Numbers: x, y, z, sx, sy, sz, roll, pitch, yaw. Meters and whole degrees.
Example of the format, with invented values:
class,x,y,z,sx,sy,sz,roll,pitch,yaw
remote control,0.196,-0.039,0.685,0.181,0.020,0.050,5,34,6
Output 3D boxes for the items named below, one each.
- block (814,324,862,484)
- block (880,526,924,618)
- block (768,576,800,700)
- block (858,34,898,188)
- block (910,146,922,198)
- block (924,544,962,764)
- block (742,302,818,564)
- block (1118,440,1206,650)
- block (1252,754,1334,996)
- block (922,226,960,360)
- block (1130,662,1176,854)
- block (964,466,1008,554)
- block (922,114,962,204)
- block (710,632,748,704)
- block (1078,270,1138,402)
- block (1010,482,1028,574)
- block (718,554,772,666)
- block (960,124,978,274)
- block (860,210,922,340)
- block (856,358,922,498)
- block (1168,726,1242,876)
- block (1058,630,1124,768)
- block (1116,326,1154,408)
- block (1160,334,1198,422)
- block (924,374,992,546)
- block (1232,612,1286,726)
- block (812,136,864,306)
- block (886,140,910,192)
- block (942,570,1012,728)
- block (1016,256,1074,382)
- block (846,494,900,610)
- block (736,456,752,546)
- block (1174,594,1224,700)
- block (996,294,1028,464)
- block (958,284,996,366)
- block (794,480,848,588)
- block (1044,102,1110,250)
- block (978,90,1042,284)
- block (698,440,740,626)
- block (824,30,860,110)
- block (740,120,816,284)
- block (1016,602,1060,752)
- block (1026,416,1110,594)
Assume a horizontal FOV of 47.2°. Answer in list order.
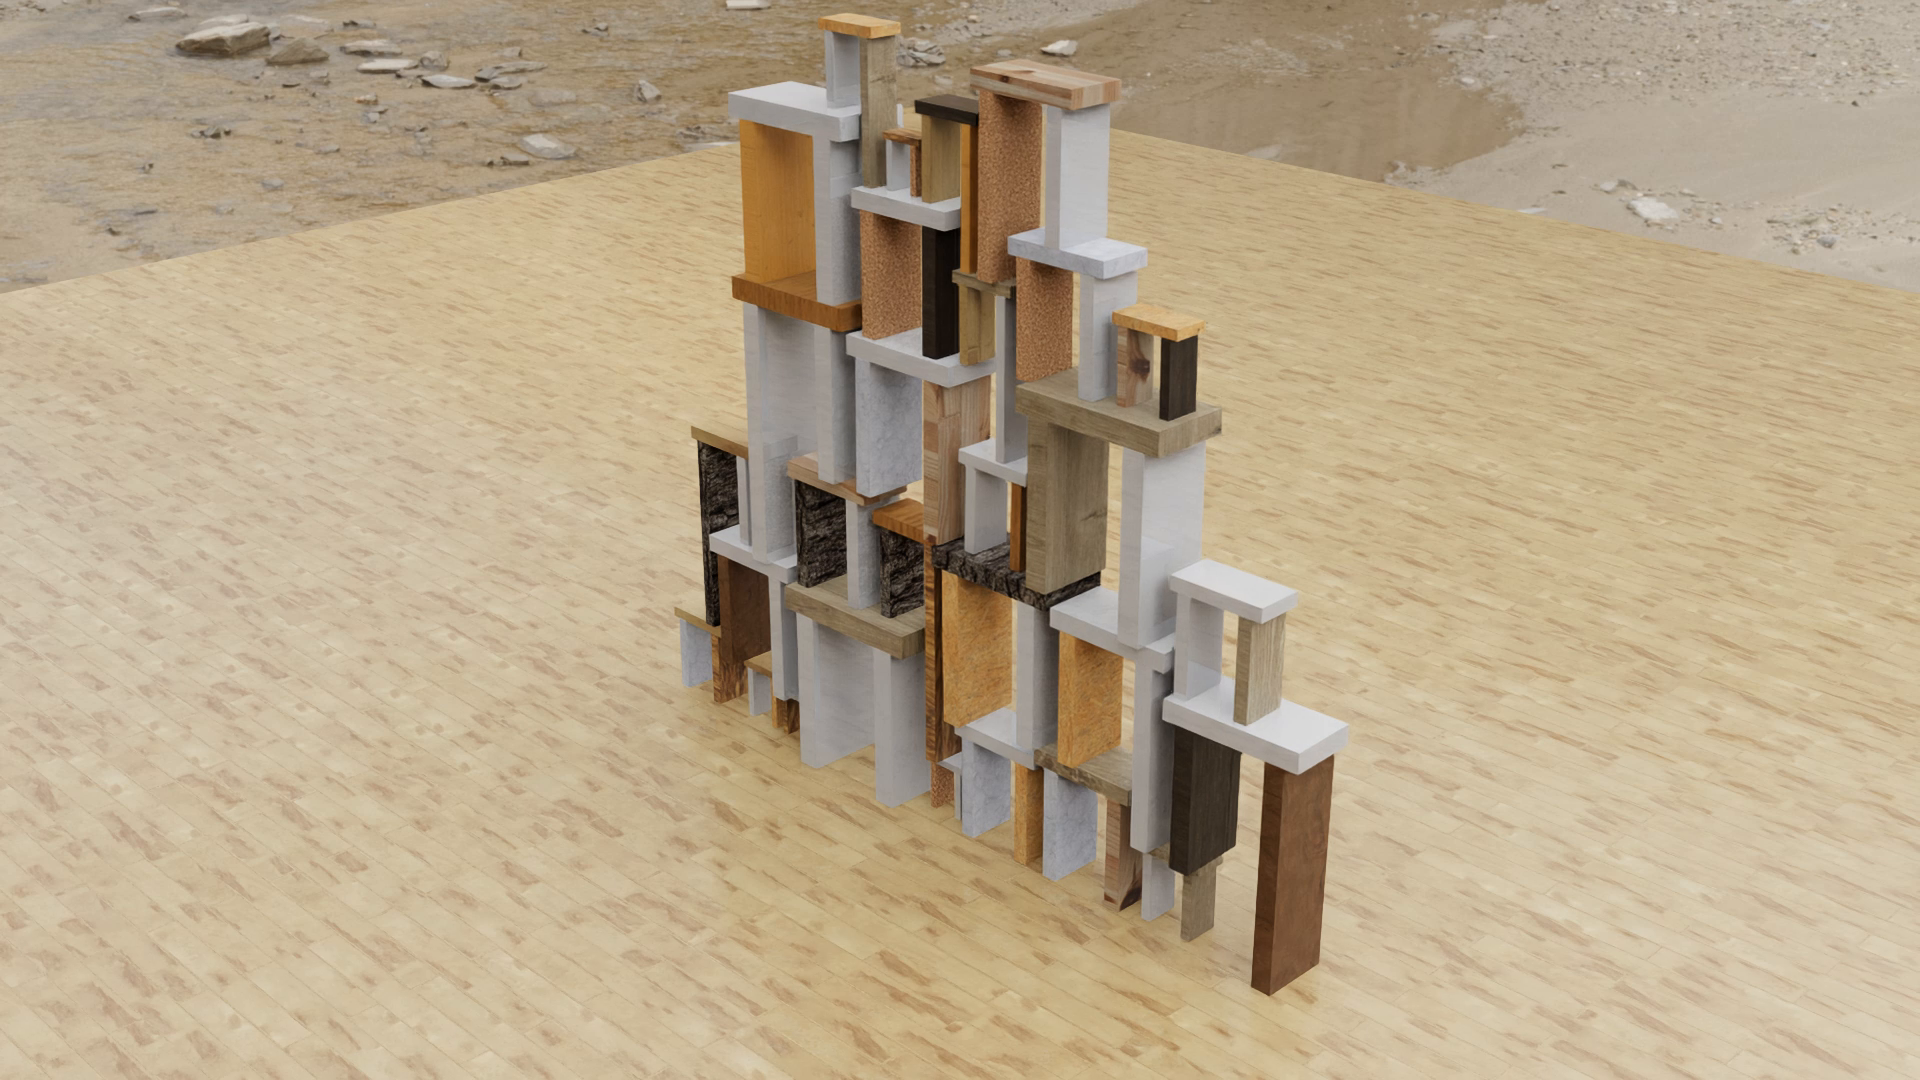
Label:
class,x,y,z,sx,sy,sz,roll,pitch,yaw
block,-0.208,-0.284,4.329,0.045,0.320,0.160,21,31,41
block,-0.114,0.052,4.378,0.027,0.192,0.096,21,31,41
block,-0.342,0.192,4.675,0.127,0.279,0.036,-21,31,-41
block,-0.149,-0.790,4.044,0.020,0.277,0.072,20,30,40
block,-0.069,-0.676,4.011,0.013,0.094,0.047,21,31,41
block,-0.025,0.215,4.348,0.096,0.469,0.027,-21,31,-40
block,-0.359,-0.234,4.514,0.045,0.558,0.160,21,31,41
block,0.351,-0.006,3.830,0.047,0.365,0.166,21,31,41
block,0.581,0.569,3.840,0.041,0.453,0.145,21,31,41
block,-0.013,-0.465,4.040,0.123,0.247,0.035,-21,31,-40
block,0.371,0.374,3.979,0.038,0.375,0.135,21,31,41
block,0.050,-0.069,4.132,0.088,0.176,0.025,-21,32,-40
block,-0.033,-0.694,3.969,0.023,0.159,0.080,22,31,40
block,-0.512,0.274,4.902,0.024,0.167,0.084,21,31,41
block,0.255,-0.360,3.790,0.112,0.223,0.032,-21,31,-40
block,0.133,-0.036,4.055,0.088,0.176,0.025,-22,33,-40
block,-0.461,0.133,4.782,0.036,0.255,0.127,21,31,41
block,0.039,-0.613,3.919,0.080,0.269,0.023,-20,31,-39
block,-0.129,-0.511,4.147,0.035,0.247,0.123,21,31,41
block,-0.137,-0.233,4.265,0.139,0.277,0.039,-21,32,-40
block,0.440,0.441,3.931,0.041,0.290,0.145,20,30,39
block,0.242,0.276,4.074,0.135,0.269,0.038,-21,30,-40
block,0.300,-0.305,3.762,0.020,0.143,0.072,21,31,41
block,0.368,-0.278,3.699,0.072,0.143,0.020,-22,31,-40
block,-0.006,-0.161,4.153,0.139,0.322,0.039,-21,31,-40
block,0.512,0.209,3.750,0.028,0.198,0.099,20,30,39
block,-0.201,-0.619,4.182,0.045,0.320,0.160,21,31,41
block,-0.114,-0.694,4.052,0.047,0.095,0.013,-21,31,-41
block,0.034,0.190,4.272,0.042,0.322,0.149,21,31,41
block,0.150,-0.401,3.888,0.112,0.223,0.032,-22,31,-40
block,-0.173,0.015,4.415,0.116,0.231,0.033,-21,31,-40
block,-0.421,-0.095,4.647,0.099,0.198,0.028,-21,31,-41
block,0.418,0.172,3.837,0.028,0.198,0.099,21,31,40
block,0.099,-0.296,3.973,0.075,0.316,0.021,-21,31,-39
block,0.033,-0.400,4.010,0.021,0.150,0.075,21,31,41
block,-0.282,-0.028,4.515,0.033,0.231,0.116,21,31,41
block,0.200,-0.625,3.739,0.121,0.242,0.034,-21,31,-40
block,0.087,-0.628,3.866,0.121,0.337,0.034,-20,30,-39
block,-0.514,-0.024,4.778,0.028,0.430,0.099,21,31,41
block,-0.216,-0.879,4.086,0.072,0.144,0.020,-21,31,-40
block,-0.351,-0.678,4.321,0.045,0.320,0.160,21,31,41
block,0.174,0.234,4.137,0.149,0.299,0.042,-21,31,-40
block,0.195,-0.083,3.968,0.166,0.331,0.047,-21,31,-40
